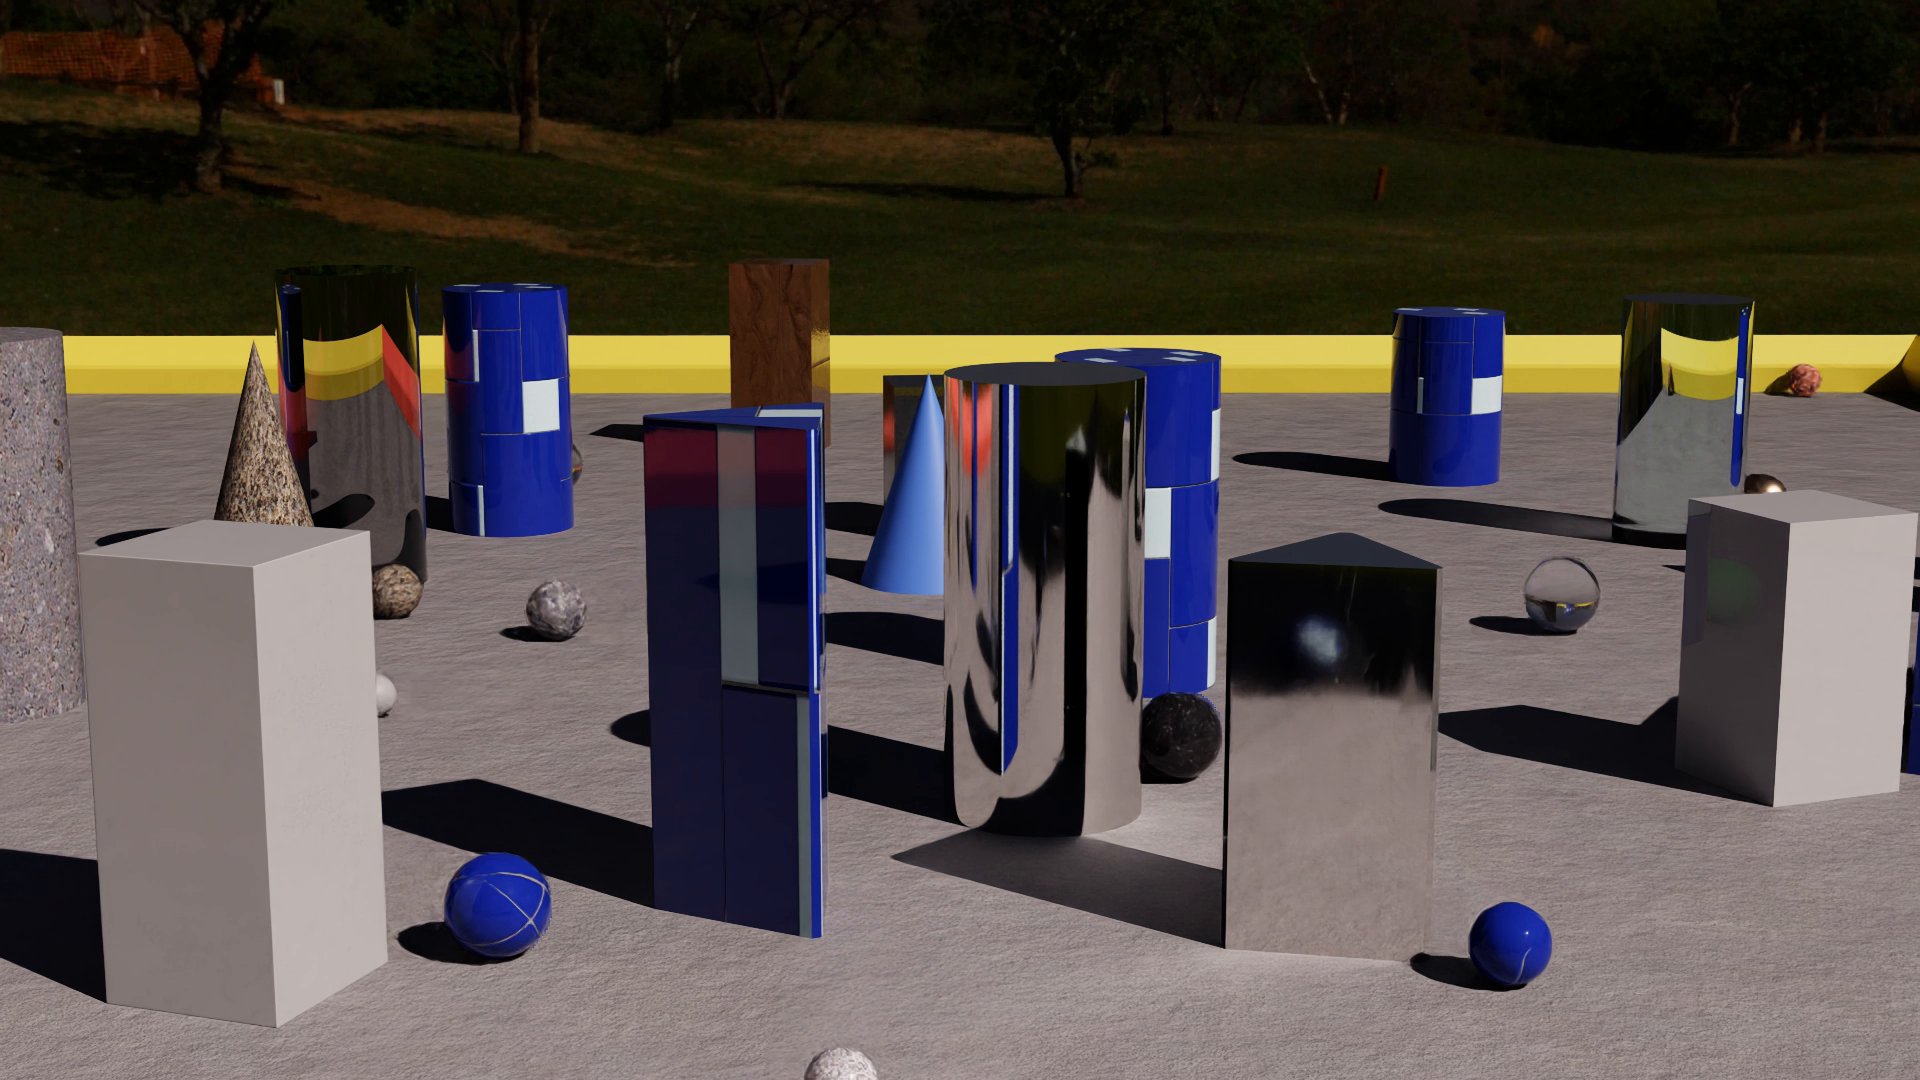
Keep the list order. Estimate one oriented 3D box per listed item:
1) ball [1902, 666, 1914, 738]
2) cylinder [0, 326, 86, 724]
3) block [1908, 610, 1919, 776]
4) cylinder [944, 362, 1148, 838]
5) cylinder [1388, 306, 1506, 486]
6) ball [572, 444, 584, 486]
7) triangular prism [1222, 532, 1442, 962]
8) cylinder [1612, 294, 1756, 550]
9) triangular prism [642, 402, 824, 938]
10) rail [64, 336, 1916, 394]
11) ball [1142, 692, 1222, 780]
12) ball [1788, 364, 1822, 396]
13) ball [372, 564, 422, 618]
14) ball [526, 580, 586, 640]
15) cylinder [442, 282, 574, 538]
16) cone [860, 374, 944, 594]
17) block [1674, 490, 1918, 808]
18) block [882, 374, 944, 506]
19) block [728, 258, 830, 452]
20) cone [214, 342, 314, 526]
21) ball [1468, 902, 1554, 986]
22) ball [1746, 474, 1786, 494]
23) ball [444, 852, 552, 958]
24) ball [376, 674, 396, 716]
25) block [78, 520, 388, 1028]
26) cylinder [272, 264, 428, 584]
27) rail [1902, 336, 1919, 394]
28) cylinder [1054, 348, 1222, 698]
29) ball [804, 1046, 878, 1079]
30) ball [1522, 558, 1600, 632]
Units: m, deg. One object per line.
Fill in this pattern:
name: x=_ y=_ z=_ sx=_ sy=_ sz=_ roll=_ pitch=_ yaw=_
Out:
ball: x=1.006 y=0.174 z=2.782 sx=0.086 sy=0.086 sz=0.086 roll=0 pitch=11 yaw=0
cylinder: x=-1.111 y=-0.020 z=2.919 sx=0.196 sy=0.426 sz=0.196 roll=0 pitch=11 yaw=0
block: x=1.093 y=0.107 z=2.674 sx=0.157 sy=0.265 sz=0.157 roll=6 pitch=12 yaw=29
cylinder: x=0.082 y=0.053 z=2.506 sx=0.196 sy=0.434 sz=0.196 roll=0 pitch=11 yaw=0
cylinder: x=0.863 y=-0.257 z=4.551 sx=0.196 sy=0.297 sz=0.196 roll=0 pitch=11 yaw=0
ball: x=-0.697 y=-0.129 z=4.414 sx=0.096 sy=0.096 sz=0.096 roll=0 pitch=11 yaw=0
triangular prism: x=0.317 y=0.168 z=2.168 sx=0.170 sy=0.330 sz=0.147 roll=2 pitch=11 yaw=12
cylinder: x=1.115 y=-0.186 z=3.959 sx=0.196 sy=0.373 sz=0.196 roll=0 pitch=11 yaw=0
triangular prism: x=-0.159 y=0.104 z=2.231 sx=0.170 sy=0.434 sz=0.147 roll=6 pitch=12 yaw=28
rail: x=-0.013 y=-0.390 z=5.728 sx=4.317 sy=0.127 sz=0.045 roll=0 pitch=11 yaw=0
ball: x=0.225 y=0.201 z=2.643 sx=0.092 sy=0.092 sz=0.092 roll=0 pitch=11 yaw=0
ball: x=1.875 y=-0.355 z=5.696 sx=0.072 sy=0.072 sz=0.072 roll=0 pitch=11 yaw=0
ball: x=-0.753 y=0.068 z=3.416 sx=0.071 sy=0.071 sz=0.071 roll=0 pitch=11 yaw=0
ball: x=-0.517 y=0.090 z=3.288 sx=0.077 sy=0.077 sz=0.077 roll=0 pitch=11 yaw=0
cylinder: x=-0.715 y=-0.209 z=4.064 sx=0.196 sy=0.381 sz=0.196 roll=0 pitch=11 yaw=0
cone: x=-0.044 y=-0.089 z=3.637 sx=0.196 sy=0.300 sz=0.196 roll=0 pitch=11 yaw=0
block: x=0.851 y=0.106 z=2.622 sx=0.157 sy=0.287 sz=0.157 roll=-4 pitch=11 yaw=-21
block: x=-0.034 y=-0.133 z=4.048 sx=0.157 sy=0.238 sz=0.157 roll=-1 pitch=11 yaw=-8
block: x=-0.341 y=-0.350 z=4.882 sx=0.157 sy=0.359 sz=0.157 roll=2 pitch=11 yaw=10
cone: x=-0.924 y=-0.080 z=3.390 sx=0.196 sy=0.373 sz=0.196 roll=0 pitch=11 yaw=0
ball: x=0.441 y=0.323 z=2.054 sx=0.067 sy=0.067 sz=0.067 roll=0 pitch=11 yaw=0
ball: x=1.266 y=-0.061 z=4.063 sx=0.090 sy=0.090 sz=0.090 roll=0 pitch=11 yaw=0
ball: x=-0.381 y=0.301 z=2.116 sx=0.088 sy=0.088 sz=0.088 roll=0 pitch=11 yaw=0
ball: x=-0.662 y=0.176 z=2.899 sx=0.049 sy=0.049 sz=0.049 roll=0 pitch=11 yaw=0
block: x=-0.570 y=0.178 z=2.030 sx=0.157 sy=0.360 sz=0.157 roll=4 pitch=11 yaw=19
cylinder: x=-0.860 y=-0.160 z=3.626 sx=0.196 sy=0.443 sz=0.196 roll=0 pitch=11 yaw=0
rail: x=2.135 y=0.031 z=3.461 sx=0.045 sy=0.127 sz=4.684 roll=0 pitch=11 yaw=0
cylinder: x=0.209 y=-0.024 z=3.045 sx=0.196 sy=0.389 sz=0.196 roll=0 pitch=11 yaw=0
ball: x=-0.083 y=0.380 z=1.787 sx=0.053 sy=0.053 sz=0.053 roll=0 pitch=11 yaw=0
ball: x=0.780 y=0.071 z=3.326 sx=0.098 sy=0.098 sz=0.098 roll=0 pitch=11 yaw=0
